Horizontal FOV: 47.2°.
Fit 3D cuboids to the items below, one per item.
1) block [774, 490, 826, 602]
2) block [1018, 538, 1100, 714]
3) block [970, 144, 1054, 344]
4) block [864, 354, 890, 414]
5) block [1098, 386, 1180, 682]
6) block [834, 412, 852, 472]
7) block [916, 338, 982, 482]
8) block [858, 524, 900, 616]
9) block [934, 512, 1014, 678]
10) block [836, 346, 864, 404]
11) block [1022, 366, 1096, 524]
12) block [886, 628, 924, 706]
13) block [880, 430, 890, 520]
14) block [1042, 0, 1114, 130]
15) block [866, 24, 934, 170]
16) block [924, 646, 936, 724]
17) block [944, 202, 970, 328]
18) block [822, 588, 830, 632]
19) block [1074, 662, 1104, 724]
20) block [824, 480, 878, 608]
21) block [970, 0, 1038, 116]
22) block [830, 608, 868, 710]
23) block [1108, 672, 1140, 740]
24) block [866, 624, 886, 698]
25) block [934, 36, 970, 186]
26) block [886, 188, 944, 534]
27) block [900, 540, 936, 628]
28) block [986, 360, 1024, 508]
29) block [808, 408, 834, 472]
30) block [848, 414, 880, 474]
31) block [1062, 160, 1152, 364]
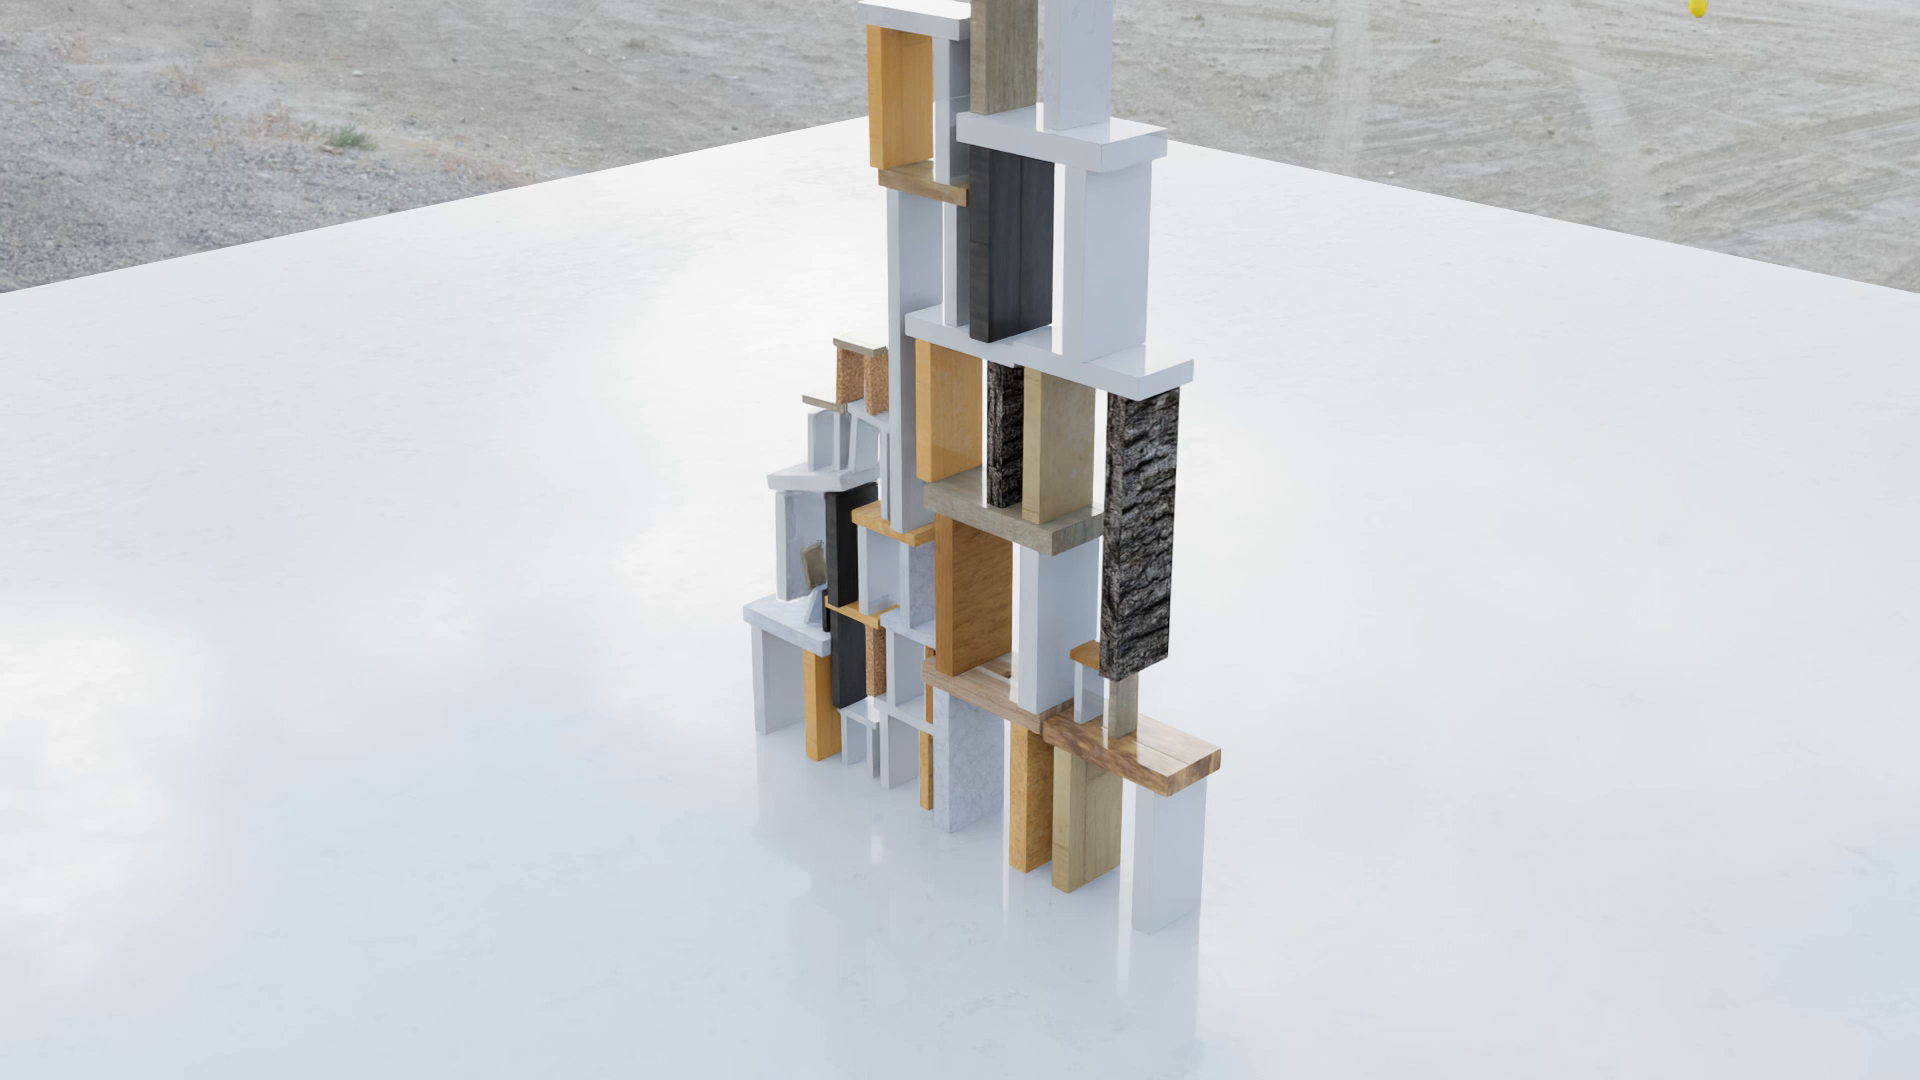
[{"bbox_3d":[-0.327,0.002,4.579,0.116,0.232,0.033,-16,26,-39],"label":"block"},{"bbox_3d":[0.183,0.144,4.082,0.165,0.329,0.047,-21,31,-41],"label":"block"},{"bbox_3d":[0.092,-0.538,3.894,0.047,0.349,0.167,21,31,41],"label":"block"},{"bbox_3d":[-0.157,-0.308,4.262,0.016,0.116,0.058,18,29,41],"label":"block"},{"bbox_3d":[0.315,-0.019,3.870,0.041,0.537,0.145,21,31,40],"label":"block"},{"bbox_3d":[-0.223,-0.204,4.381,0.062,0.123,0.017,-21,33,-41],"label":"block"},{"bbox_3d":[-0.019,-0.259,4.137,0.039,0.276,0.138,21,31,41],"label":"block"},{"bbox_3d":[-0.163,0.048,4.422,0.026,0.192,0.090,21,31,40],"label":"block"},{"bbox_3d":[0.028,0.083,4.225,0.047,0.329,0.165,21,31,41],"label":"block"},{"bbox_3d":[-0.216,-0.329,4.317,0.058,0.117,0.016,-21,34,-40],"label":"block"},{"bbox_3d":[0.178,-0.186,3.947,0.145,0.290,0.041,-21,31,-41],"label":"block"},{"bbox_3d":[-0.110,0.245,4.452,0.024,0.168,0.084,21,31,41],"label":"block"},{"bbox_3d":[-0.126,-0.134,4.304,0.018,0.185,0.062,22,31,40],"label":"block"},{"bbox_3d":[0.197,-0.822,3.666,0.036,0.257,0.129,21,31,41],"label":"block"},{"bbox_3d":[-0.108,-0.815,4.004,0.036,0.256,0.128,21,31,41],"label":"block"},{"bbox_3d":[-0.031,0.276,4.379,0.024,0.168,0.084,21,31,41],"label":"block"},{"bbox_3d":[0.022,-0.509,3.982,0.032,0.226,0.113,21,31,41],"label":"block"},{"bbox_3d":[-0.264,0.142,4.566,0.013,0.093,0.046,21,31,41],"label":"block"},{"bbox_3d":[0.240,0.273,4.075,0.018,0.125,0.063,22,31,41],"label":"block"},{"bbox_3d":[-0.217,0.005,4.457,0.033,0.246,0.116,21,31,41],"label":"block"},{"bbox_3d":[0.076,-0.870,3.778,0.129,0.257,0.036,-21,31,-41],"label":"block"},{"bbox_3d":[-0.230,0.236,4.571,0.022,0.224,0.079,21,31,41],"label":"block"},{"bbox_3d":[0.299,0.297,4.020,0.018,0.125,0.063,21,31,40],"label":"block"},{"bbox_3d":[-0.155,0.235,4.490,0.022,0.158,0.079,21,31,41],"label":"block"},{"bbox_3d":[0.013,-0.768,3.893,0.036,0.257,0.128,21,31,40],"label":"block"},{"bbox_3d":[-0.083,-0.343,4.167,0.032,0.676,0.113,21,31,41],"label":"block"},{"bbox_3d":[-0.077,0.076,4.342,0.026,0.181,0.090,21,31,41],"label":"block"},{"bbox_3d":[0.111,-0.208,4.017,0.039,0.276,0.138,21,31,41],"label":"block"},{"bbox_3d":[-0.279,-0.206,4.441,0.017,0.123,0.062,23,32,39],"label":"block"},{"bbox_3d":[-0.189,-0.198,4.344,0.018,0.124,0.062,28,36,37],"label":"block"},{"bbox_3d":[0.250,-0.484,3.745,0.047,0.334,0.167,21,31,41],"label":"block"}]
